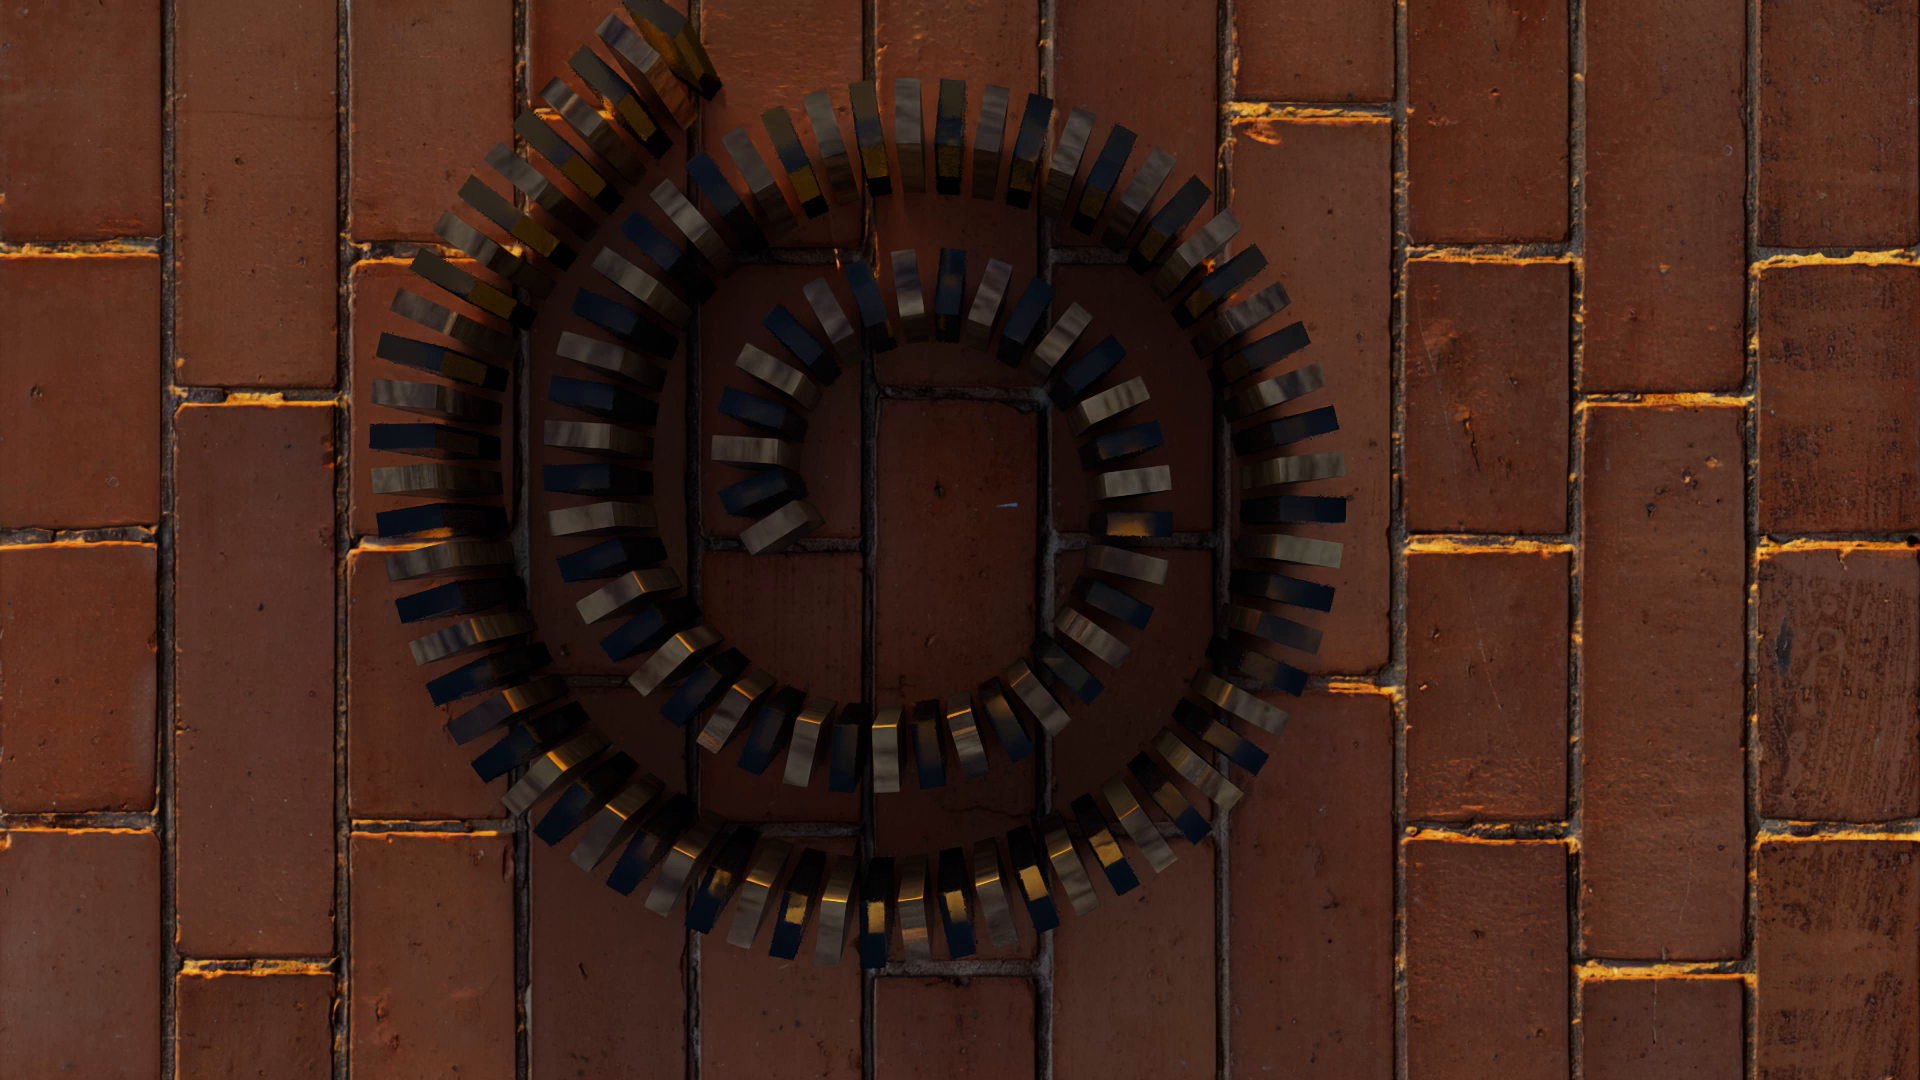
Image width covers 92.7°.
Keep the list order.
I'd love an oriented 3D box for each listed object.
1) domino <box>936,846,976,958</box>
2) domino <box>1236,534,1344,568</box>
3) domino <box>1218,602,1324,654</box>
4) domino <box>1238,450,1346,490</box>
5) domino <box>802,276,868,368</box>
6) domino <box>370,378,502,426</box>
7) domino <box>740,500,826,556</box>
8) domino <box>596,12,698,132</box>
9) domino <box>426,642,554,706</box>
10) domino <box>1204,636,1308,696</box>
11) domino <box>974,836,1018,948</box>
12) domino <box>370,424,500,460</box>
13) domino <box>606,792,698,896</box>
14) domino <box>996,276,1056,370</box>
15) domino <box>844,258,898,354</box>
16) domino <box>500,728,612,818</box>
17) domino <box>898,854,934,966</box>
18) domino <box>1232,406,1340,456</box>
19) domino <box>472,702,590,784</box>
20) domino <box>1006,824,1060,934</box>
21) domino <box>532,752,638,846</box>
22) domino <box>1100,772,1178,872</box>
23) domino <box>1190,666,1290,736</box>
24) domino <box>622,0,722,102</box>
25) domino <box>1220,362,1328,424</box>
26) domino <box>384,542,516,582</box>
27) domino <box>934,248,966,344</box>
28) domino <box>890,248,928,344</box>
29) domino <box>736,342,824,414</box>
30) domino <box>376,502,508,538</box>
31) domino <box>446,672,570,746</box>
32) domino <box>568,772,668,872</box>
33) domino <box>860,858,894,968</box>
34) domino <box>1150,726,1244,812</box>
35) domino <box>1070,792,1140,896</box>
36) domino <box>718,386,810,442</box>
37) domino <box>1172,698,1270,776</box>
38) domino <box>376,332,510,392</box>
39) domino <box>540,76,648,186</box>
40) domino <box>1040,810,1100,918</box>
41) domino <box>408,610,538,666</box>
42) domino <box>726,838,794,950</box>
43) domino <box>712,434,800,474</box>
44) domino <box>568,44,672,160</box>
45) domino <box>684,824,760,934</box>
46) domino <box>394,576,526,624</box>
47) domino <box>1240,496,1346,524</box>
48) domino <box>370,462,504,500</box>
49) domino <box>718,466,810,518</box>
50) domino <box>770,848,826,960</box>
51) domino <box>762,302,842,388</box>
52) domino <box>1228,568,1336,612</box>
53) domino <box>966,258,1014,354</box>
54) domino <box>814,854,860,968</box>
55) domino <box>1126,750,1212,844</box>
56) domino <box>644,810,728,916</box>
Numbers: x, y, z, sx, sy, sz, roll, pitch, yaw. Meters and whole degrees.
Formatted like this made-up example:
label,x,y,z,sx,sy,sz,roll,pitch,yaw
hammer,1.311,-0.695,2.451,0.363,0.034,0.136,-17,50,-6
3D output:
label,x,y,z,sx,sy,sz,roll,pitch,yaw
domino,-0.001,0.147,0.375,0.009,0.050,0.025,-13,90,0
domino,0.133,0.004,0.375,0.025,0.050,0.009,9,90,0
domino,0.126,0.036,0.375,0.025,0.050,0.010,18,90,0
domino,0.135,-0.028,0.375,0.025,0.050,0.009,-6,90,0
domino,-0.051,-0.088,0.375,0.009,0.050,0.025,-29,90,0
domino,-0.212,-0.056,0.375,0.025,0.050,0.009,5,90,0
domino,-0.071,-0.005,0.375,0.025,0.050,0.010,-32,90,0
domino,-0.127,-0.190,0.375,0.025,0.050,0.010,41,90,0
domino,-0.191,0.054,0.375,0.025,0.050,0.010,-26,90,0
domino,0.120,0.051,0.375,0.025,0.050,0.009,23,90,0
domino,0.014,0.143,0.375,0.009,0.050,0.025,-17,90,0
domino,-0.213,-0.040,0.375,0.025,0.050,0.010,-1,90,0
domino,-0.125,0.123,0.375,0.009,0.050,0.025,30,90,0
domino,0.026,-0.088,0.375,0.010,0.050,0.025,30,90,0
domino,-0.036,-0.095,0.375,0.009,0.050,0.025,-19,90,0
domino,-0.164,0.094,0.375,0.025,0.050,0.009,-45,90,0
domino,-0.017,0.150,0.375,0.009,0.050,0.025,-8,90,0
domino,0.132,-0.044,0.375,0.025,0.050,0.010,-14,90,0
domino,-0.174,0.082,0.375,0.025,0.050,0.009,-37,90,0
domino,0.029,0.137,0.375,0.010,0.050,0.025,-22,90,0
domino,-0.152,0.105,0.375,0.009,0.050,0.025,40,90,0
domino,0.072,0.114,0.375,0.009,0.050,0.025,-36,90,0
domino,0.113,0.065,0.375,0.025,0.050,0.009,27,90,0
domino,-0.117,-0.202,0.375,0.025,0.050,0.009,36,90,0
domino,0.127,-0.059,0.375,0.025,0.050,0.010,-20,90,0
domino,-0.207,0.008,0.375,0.025,0.050,0.009,-13,90,0
domino,-0.004,-0.099,0.375,0.009,0.050,0.025,7,90,0
domino,-0.020,-0.098,0.375,0.009,0.050,0.025,-8,90,0
domino,-0.073,-0.065,0.375,0.025,0.050,0.010,29,90,0
domino,-0.210,-0.008,0.375,0.025,0.050,0.009,-10,90,0
domino,-0.183,0.068,0.375,0.025,0.050,0.009,-31,90,0
domino,-0.139,0.114,0.375,0.010,0.050,0.025,35,90,0
domino,-0.033,0.151,0.375,0.010,0.050,0.025,-1,90,0
domino,0.096,0.093,0.375,0.025,0.050,0.010,39,90,0
domino,0.058,0.123,0.375,0.009,0.050,0.025,-30,90,0
domino,-0.079,-0.050,0.375,0.025,0.050,0.010,17,90,0
domino,0.105,0.079,0.375,0.025,0.050,0.010,33,90,0
domino,-0.210,-0.072,0.375,0.025,0.050,0.010,13,90,0
domino,-0.148,-0.166,0.375,0.025,0.050,0.009,42,90,0
domino,0.044,0.131,0.375,0.009,0.050,0.025,-26,90,0
domino,-0.197,0.039,0.375,0.025,0.050,0.009,-21,90,0
domino,-0.081,0.143,0.375,0.009,0.050,0.025,18,90,0
domino,-0.082,-0.035,0.375,0.025,0.050,0.010,4,90,0
domino,-0.138,-0.178,0.375,0.025,0.050,0.009,42,90,0
domino,-0.096,0.138,0.375,0.009,0.050,0.025,22,90,0
domino,-0.203,0.024,0.375,0.025,0.050,0.010,-17,90,0
domino,0.135,-0.012,0.375,0.025,0.050,0.009,2,90,0
domino,-0.212,-0.024,0.375,0.025,0.050,0.009,-5,90,0
domino,-0.079,-0.019,0.375,0.025,0.050,0.009,-23,90,0
domino,-0.066,0.147,0.375,0.009,0.050,0.025,13,90,0
domino,-0.063,-0.078,0.375,0.025,0.050,0.010,44,90,0
domino,0.130,0.020,0.375,0.025,0.050,0.009,14,90,0
domino,0.012,-0.095,0.375,0.009,0.050,0.025,21,90,0
domino,-0.050,0.150,0.375,0.010,0.050,0.025,7,90,0
domino,0.085,0.104,0.375,0.010,0.050,0.025,-42,90,0
domino,-0.111,0.131,0.375,0.009,0.050,0.025,26,90,0
